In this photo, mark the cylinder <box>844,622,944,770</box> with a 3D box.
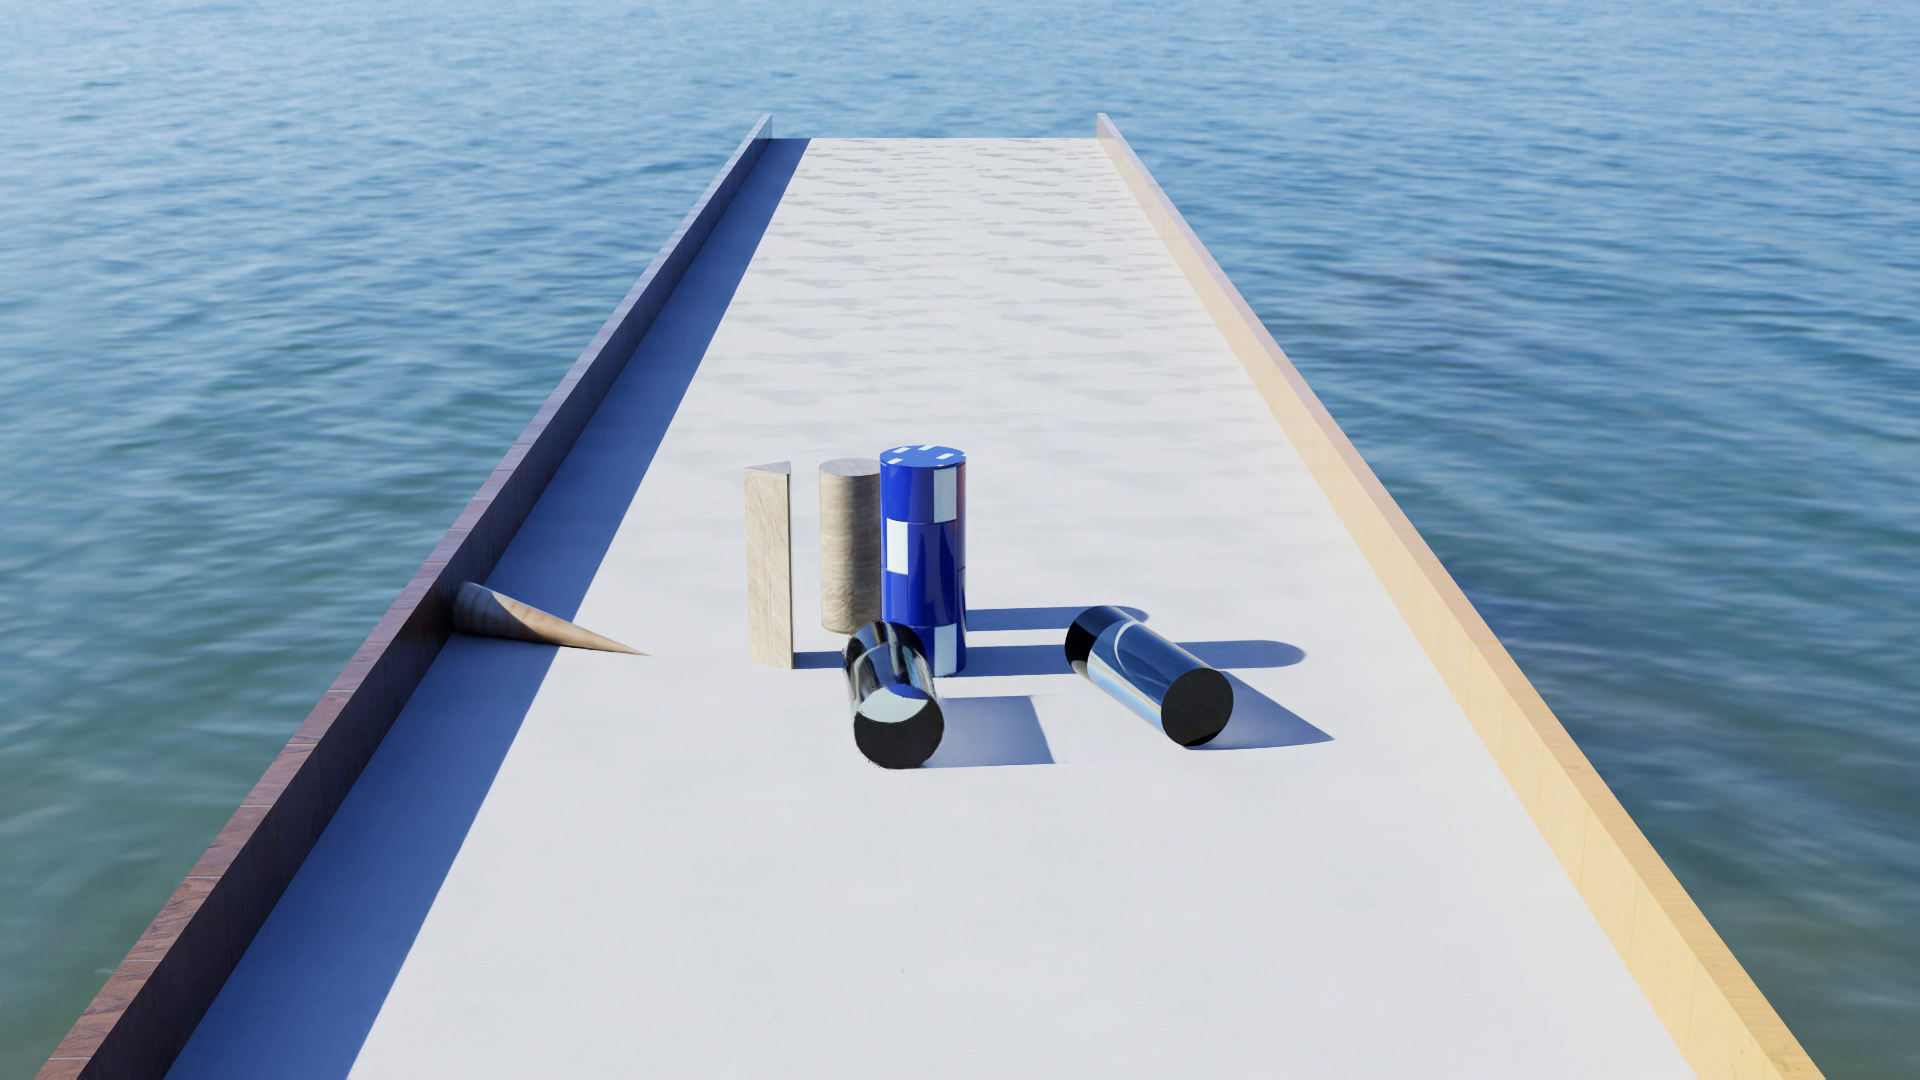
[{"bbox_3d":[-0.124,0.279,4.012,0.159,0.159,0.345,-2,17,-6],"label":"cylinder"}]

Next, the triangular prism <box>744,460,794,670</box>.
[{"bbox_3d":[-0.357,0.047,4.366,0.101,0.401,0.088,8,19,26],"label":"triangular prism"}]

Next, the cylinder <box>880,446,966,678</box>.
[{"bbox_3d":[-0.072,0.042,4.333,0.169,0.429,0.169,0,17,0],"label":"cylinder"}]

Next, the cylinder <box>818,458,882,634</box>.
[{"bbox_3d":[-0.219,0.013,4.585,0.147,0.342,0.147,0,17,0],"label":"cylinder"}]

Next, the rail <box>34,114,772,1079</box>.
[{"bbox_3d":[-1.118,-0.838,7.780,0.050,0.150,12.000,0,17,-1],"label":"rail"}]

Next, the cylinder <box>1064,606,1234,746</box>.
[{"bbox_3d":[0.349,0.250,4.124,0.150,0.150,0.391,-7,18,-22],"label":"cylinder"}]

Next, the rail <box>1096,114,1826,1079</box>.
[{"bbox_3d":[0.932,-0.844,7.801,0.050,0.150,12.000,0,17,-1],"label":"rail"}]

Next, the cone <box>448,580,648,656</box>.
[{"bbox_3d":[-0.828,0.186,4.505,0.449,0.109,0.109,13,20,18],"label":"cone"}]
